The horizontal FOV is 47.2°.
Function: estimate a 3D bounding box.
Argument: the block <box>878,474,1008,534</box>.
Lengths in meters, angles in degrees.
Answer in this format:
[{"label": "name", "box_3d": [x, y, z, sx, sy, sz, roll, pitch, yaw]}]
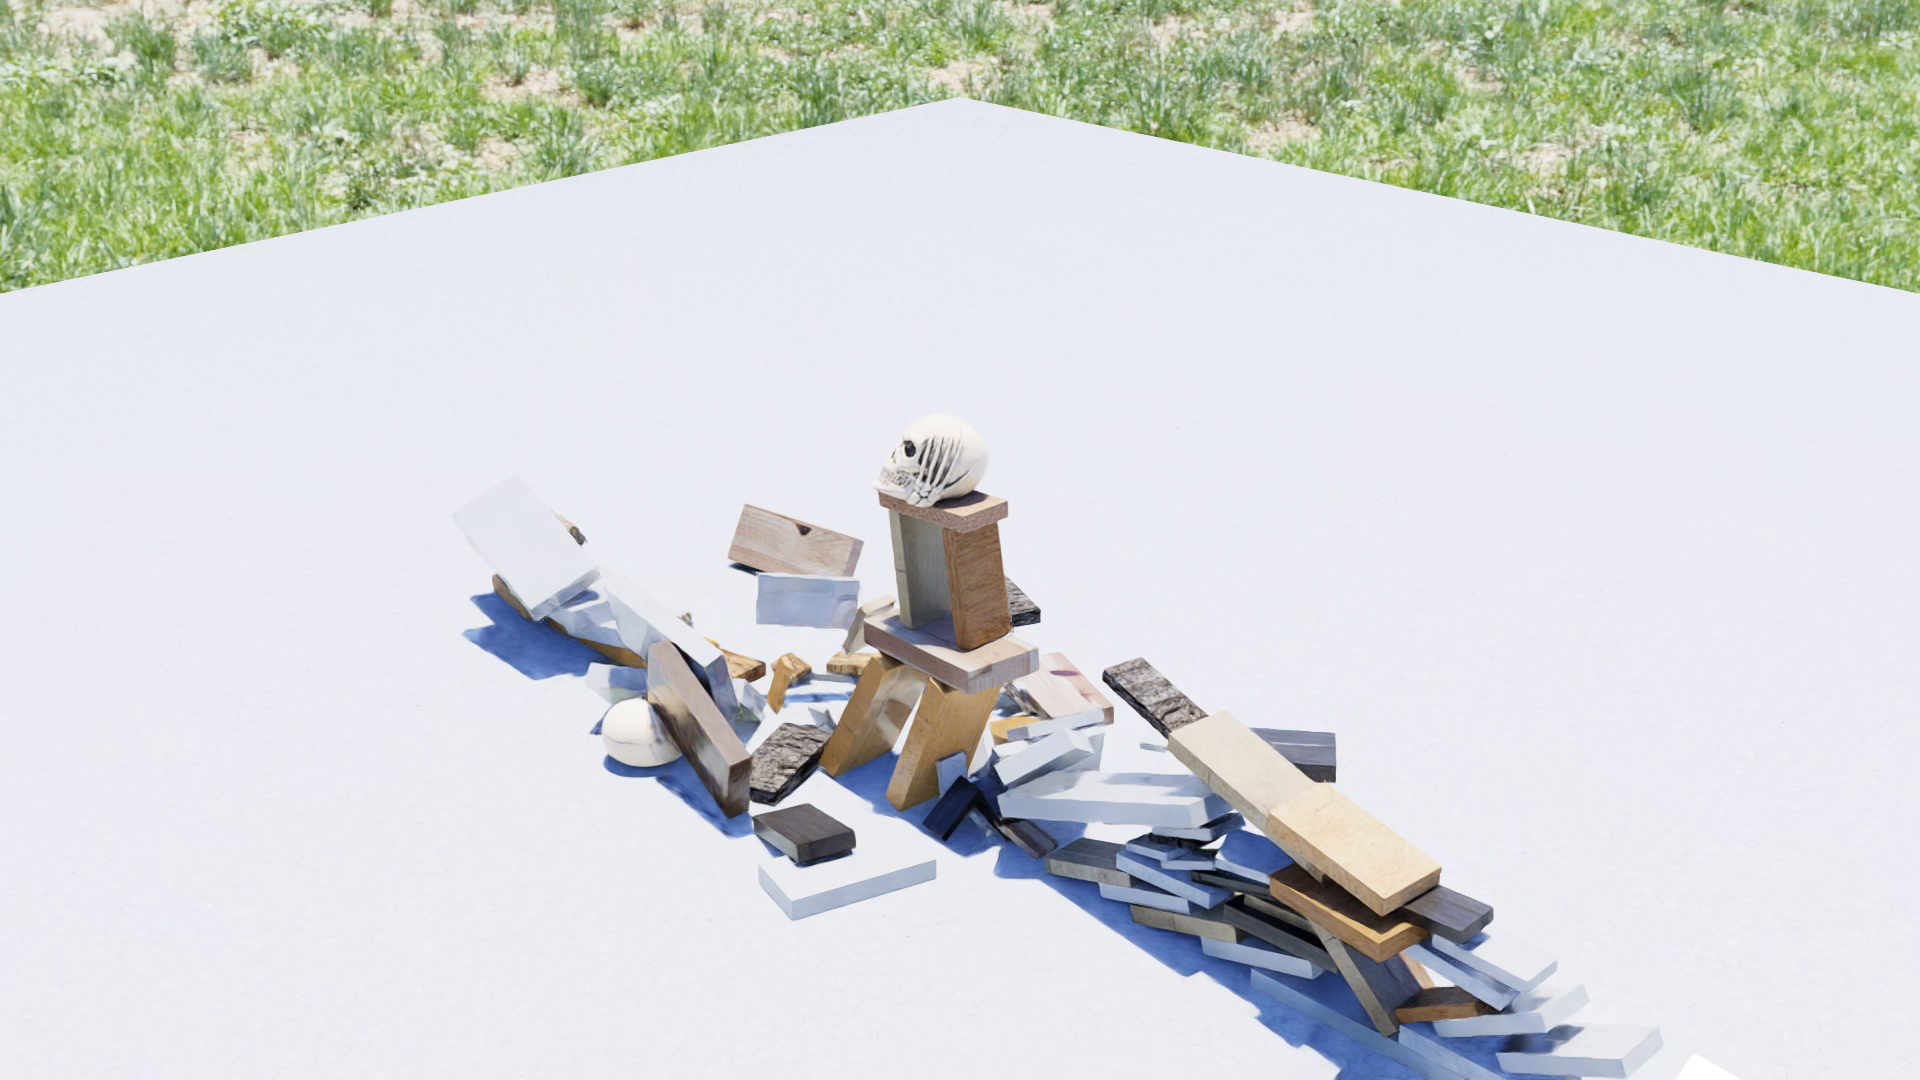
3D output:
[{"label": "block", "box_3d": [-0.033, -0.072, 4.284, 0.121, 0.034, 0.241, -20, 27, -40]}]

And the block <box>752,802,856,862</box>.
[{"label": "block", "box_3d": [-0.306, 0.570, 4.300, 0.121, 0.034, 0.241, -11, 11, -24]}]

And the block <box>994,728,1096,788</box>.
[{"label": "block", "box_3d": [0.168, 0.429, 4.307, 0.153, 0.043, 0.305, -29, -12, 6]}]

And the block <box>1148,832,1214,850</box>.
[{"label": "block", "box_3d": [0.407, 0.543, 4.030, 0.058, 0.017, 0.117, -19, 14, -38]}]

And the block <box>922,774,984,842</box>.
[{"label": "block", "box_3d": [-0.015, 0.533, 4.372, 0.125, 0.018, 0.063, -51, 47, -7]}]

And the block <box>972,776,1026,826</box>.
[{"label": "block", "box_3d": [0.077, 0.518, 4.372, 0.060, 0.017, 0.120, -8, 39, -28]}]

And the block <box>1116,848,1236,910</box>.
[{"label": "block", "box_3d": [0.406, 0.606, 4.043, 0.218, 0.031, 0.109, 19, 29, 41]}]

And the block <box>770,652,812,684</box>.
[{"label": "block", "box_3d": [-0.385, 0.291, 5.016, 0.056, 0.016, 0.112, -33, 28, -17]}]

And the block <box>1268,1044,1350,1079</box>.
[{"label": "block", "box_3d": [0.561, 0.895, 3.620, 0.085, 0.024, 0.170, 17, 28, 34]}]

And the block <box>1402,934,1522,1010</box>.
[{"label": "block", "box_3d": [0.818, 0.668, 3.586, 0.116, 0.033, 0.232, -27, 41, -37]}]

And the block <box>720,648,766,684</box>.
[{"label": "block", "box_3d": [-0.551, 0.283, 4.921, 0.222, 0.031, 0.111, 13, 26, 39]}]

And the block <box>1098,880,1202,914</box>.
[{"label": "block", "box_3d": [0.377, 0.645, 4.094, 0.109, 0.031, 0.218, -22, 16, -41]}]

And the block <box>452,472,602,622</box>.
[{"label": "block", "box_3d": [-1.002, 0.012, 5.084, 0.180, 0.051, 0.359, -35, 58, -16]}]

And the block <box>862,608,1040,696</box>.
[{"label": "block", "box_3d": [-0.021, 0.208, 4.351, 0.173, 0.049, 0.346, -17, 25, -34]}]

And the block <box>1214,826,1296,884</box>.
[{"label": "block", "box_3d": [0.537, 0.560, 3.841, 0.166, 0.023, 0.083, 16, 43, 18]}]

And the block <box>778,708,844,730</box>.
[{"label": "block", "box_3d": [-0.318, 0.394, 4.803, 0.156, 0.022, 0.078, 0, 23, 0]}]

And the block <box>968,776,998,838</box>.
[{"label": "block", "box_3d": [0.042, 0.534, 4.407, 0.063, 0.018, 0.125, -19, 57, -39]}]

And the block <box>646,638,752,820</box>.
[{"label": "block", "box_3d": [-0.533, 0.383, 4.476, 0.050, 0.175, 0.351, -22, 53, -25]}]

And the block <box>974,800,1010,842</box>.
[{"label": "block", "box_3d": [0.080, 0.544, 4.388, 0.060, 0.017, 0.120, -22, 59, -41]}]

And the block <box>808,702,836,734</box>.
[{"label": "block", "box_3d": [-0.290, 0.391, 4.716, 0.049, 0.098, 0.014, 16, 53, 37]}]

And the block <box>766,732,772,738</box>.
[{"label": "block", "box_3d": [-0.369, 0.431, 4.728, 0.098, 0.014, 0.049, 1, 23, 3]}]

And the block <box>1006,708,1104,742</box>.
[{"label": "block", "box_3d": [0.197, 0.384, 4.541, 0.182, 0.026, 0.091, -10, -7, -29]}]

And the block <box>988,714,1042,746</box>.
[{"label": "block", "box_3d": [0.136, 0.418, 4.650, 0.122, 0.035, 0.245, -11, 10, -23]}]

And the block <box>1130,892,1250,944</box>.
[{"label": "block", "box_3d": [0.447, 0.680, 4.033, 0.124, 0.035, 0.248, -22, 16, -41]}]

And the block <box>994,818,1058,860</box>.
[{"label": "block", "box_3d": [0.131, 0.579, 4.333, 0.060, 0.017, 0.120, -22, 48, -41]}]

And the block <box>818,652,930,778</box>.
[{"label": "block", "box_3d": [-0.161, 0.338, 4.545, 0.173, 0.347, 0.049, -22, 60, -42]}]

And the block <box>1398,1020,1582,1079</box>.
[{"label": "block", "box_3d": [0.874, 0.844, 3.627, 0.134, 0.038, 0.267, -22, 32, -40]}]

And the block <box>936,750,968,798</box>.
[{"label": "block", "box_3d": [-0.013, 0.493, 4.436, 0.063, 0.125, 0.018, -20, 21, -38]}]

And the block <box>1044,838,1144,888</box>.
[{"label": "block", "box_3d": [0.277, 0.613, 4.183, 0.109, 0.031, 0.218, -22, 16, -41]}]

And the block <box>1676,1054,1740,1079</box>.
[{"label": "block", "box_3d": [1.189, 0.875, 3.389, 0.176, 0.025, 0.088, 28, 58, 33]}]

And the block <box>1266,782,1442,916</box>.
[{"label": "block", "box_3d": [0.649, 0.507, 3.633, 0.133, 0.038, 0.266, -22, 39, -31]}]

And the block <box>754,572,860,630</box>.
[{"label": "block", "box_3d": [-0.337, 0.135, 4.854, 0.222, 0.111, 0.031, 4, 11, -6]}]

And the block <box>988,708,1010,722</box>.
[{"label": "block", "box_3d": [0.073, 0.390, 4.820, 0.058, 0.016, 0.116, -8, 24, -18]}]

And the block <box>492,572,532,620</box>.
[{"label": "block", "box_3d": [-1.026, 0.120, 5.355, 0.152, 0.043, 0.304, -14, 18, -23]}]

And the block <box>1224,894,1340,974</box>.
[{"label": "block", "box_3d": [0.600, 0.676, 3.864, 0.124, 0.035, 0.248, -21, 29, -40]}]

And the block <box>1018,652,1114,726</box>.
[{"label": "block", "box_3d": [0.215, 0.339, 4.908, 0.148, 0.042, 0.295, -8, 24, -19]}]

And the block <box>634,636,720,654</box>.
[{"label": "block", "box_3d": [-0.639, 0.242, 4.947, 0.111, 0.031, 0.222, -19, 18, -30]}]

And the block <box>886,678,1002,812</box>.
[{"label": "block", "box_3d": [-0.028, 0.388, 4.415, 0.173, 0.346, 0.049, -20, 53, -38]}]
